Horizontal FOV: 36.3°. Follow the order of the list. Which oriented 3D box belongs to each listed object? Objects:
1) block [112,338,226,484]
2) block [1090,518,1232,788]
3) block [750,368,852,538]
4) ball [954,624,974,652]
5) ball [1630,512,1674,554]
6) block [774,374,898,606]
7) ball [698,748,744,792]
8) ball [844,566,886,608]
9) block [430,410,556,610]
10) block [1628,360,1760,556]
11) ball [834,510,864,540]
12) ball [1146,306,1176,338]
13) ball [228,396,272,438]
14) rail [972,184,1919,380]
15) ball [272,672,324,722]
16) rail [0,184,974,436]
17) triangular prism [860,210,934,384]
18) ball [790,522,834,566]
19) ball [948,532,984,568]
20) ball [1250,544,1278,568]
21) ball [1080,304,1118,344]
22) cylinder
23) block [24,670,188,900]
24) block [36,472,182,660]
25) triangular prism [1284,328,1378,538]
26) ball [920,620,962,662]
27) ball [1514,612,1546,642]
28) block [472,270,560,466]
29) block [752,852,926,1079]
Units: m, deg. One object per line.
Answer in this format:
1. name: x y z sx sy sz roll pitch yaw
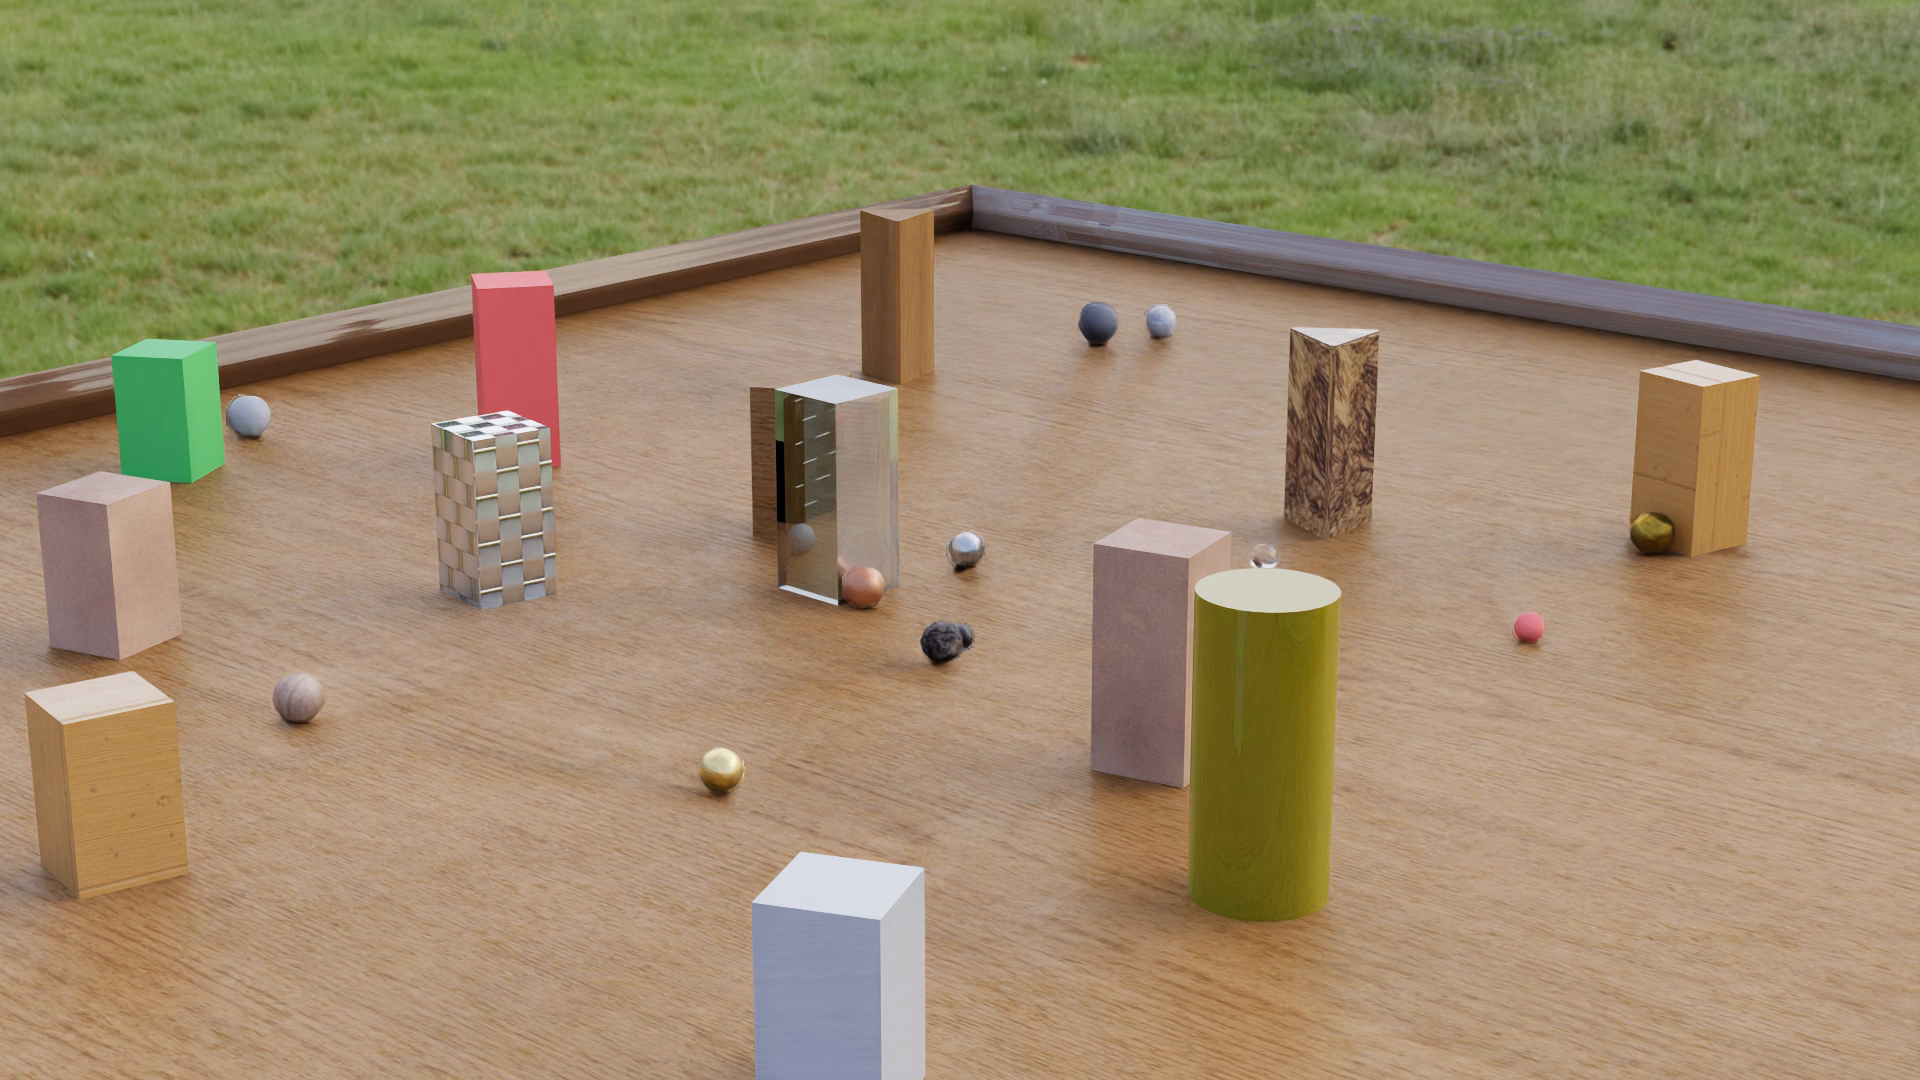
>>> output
1. block: -1.580 -0.259 5.856 0.150 0.252 0.150 3 17 11
2. block: 0.294 0.163 4.295 0.150 0.348 0.150 9 19 27
3. block: -0.294 -0.159 5.465 0.150 0.287 0.150 4 17 14
4. ball: -0.001 0.161 4.822 0.047 0.047 0.047 0 17 0
5. ball: 1.262 -0.013 5.343 0.078 0.078 0.078 0 17 0
6. block: -0.214 -0.089 5.110 0.150 0.359 0.150 15 23 41
7. ball: -0.344 0.332 4.227 0.065 0.065 0.065 0 17 0
8. ball: -0.164 0.080 5.046 0.072 0.072 0.072 0 17 0
9. block: -0.809 -0.054 5.095 0.150 0.300 0.150 -12 21 -35
10. block: 1.348 -0.152 5.387 0.150 0.318 0.150 -11 20 -33
11. ball: -0.205 -0.029 5.434 0.056 0.056 0.056 0 17 0
12. ball: 0.483 -0.524 7.041 0.075 0.075 0.075 0 17 0
13. ball: -1.488 -0.259 6.140 0.088 0.088 0.088 0 17 0
14. rail: 1.686 -0.532 6.980 4.420 0.122 0.045 14 22 39
15. ball: -1.016 0.242 4.502 0.077 0.077 0.077 0 17 0
16. rail: -1.651 -0.384 6.493 0.045 0.122 5.191 14 22 39
17. triangular prism: -0.121 -0.558 6.639 0.141 0.371 0.162 -10 20 -30
18. ball: -0.267 0.006 5.280 0.079 0.079 0.079 0 17 0
19. ball: 0.011 0.017 5.269 0.063 0.063 0.063 0 17 0
20. ball: 0.544 0.031 5.245 0.051 0.051 0.051 0 17 0
21. ball: 0.330 -0.515 6.977 0.094 0.094 0.094 0 17 0
22. cylinder: 0.395 0.266 3.828 0.187 0.421 0.187 0 17 0
23. block: -1.144 0.326 3.931 0.150 0.246 0.150 -12 20 -34
24. block: -1.405 0.041 4.846 0.150 0.264 0.150 8 19 25
25. triangular prism: 0.674 -0.209 5.491 0.141 0.368 0.162 13 21 36
26. ball: -0.030 0.165 4.771 0.068 0.068 0.068 0 17 0
27. ball: 0.947 0.144 4.872 0.050 0.050 0.050 0 17 0
28. block: -0.898 -0.343 5.928 0.150 0.372 0.150 -4 17 -13
29. block: -0.134 0.509 3.305 0.150 0.260 0.150 5 18 17
